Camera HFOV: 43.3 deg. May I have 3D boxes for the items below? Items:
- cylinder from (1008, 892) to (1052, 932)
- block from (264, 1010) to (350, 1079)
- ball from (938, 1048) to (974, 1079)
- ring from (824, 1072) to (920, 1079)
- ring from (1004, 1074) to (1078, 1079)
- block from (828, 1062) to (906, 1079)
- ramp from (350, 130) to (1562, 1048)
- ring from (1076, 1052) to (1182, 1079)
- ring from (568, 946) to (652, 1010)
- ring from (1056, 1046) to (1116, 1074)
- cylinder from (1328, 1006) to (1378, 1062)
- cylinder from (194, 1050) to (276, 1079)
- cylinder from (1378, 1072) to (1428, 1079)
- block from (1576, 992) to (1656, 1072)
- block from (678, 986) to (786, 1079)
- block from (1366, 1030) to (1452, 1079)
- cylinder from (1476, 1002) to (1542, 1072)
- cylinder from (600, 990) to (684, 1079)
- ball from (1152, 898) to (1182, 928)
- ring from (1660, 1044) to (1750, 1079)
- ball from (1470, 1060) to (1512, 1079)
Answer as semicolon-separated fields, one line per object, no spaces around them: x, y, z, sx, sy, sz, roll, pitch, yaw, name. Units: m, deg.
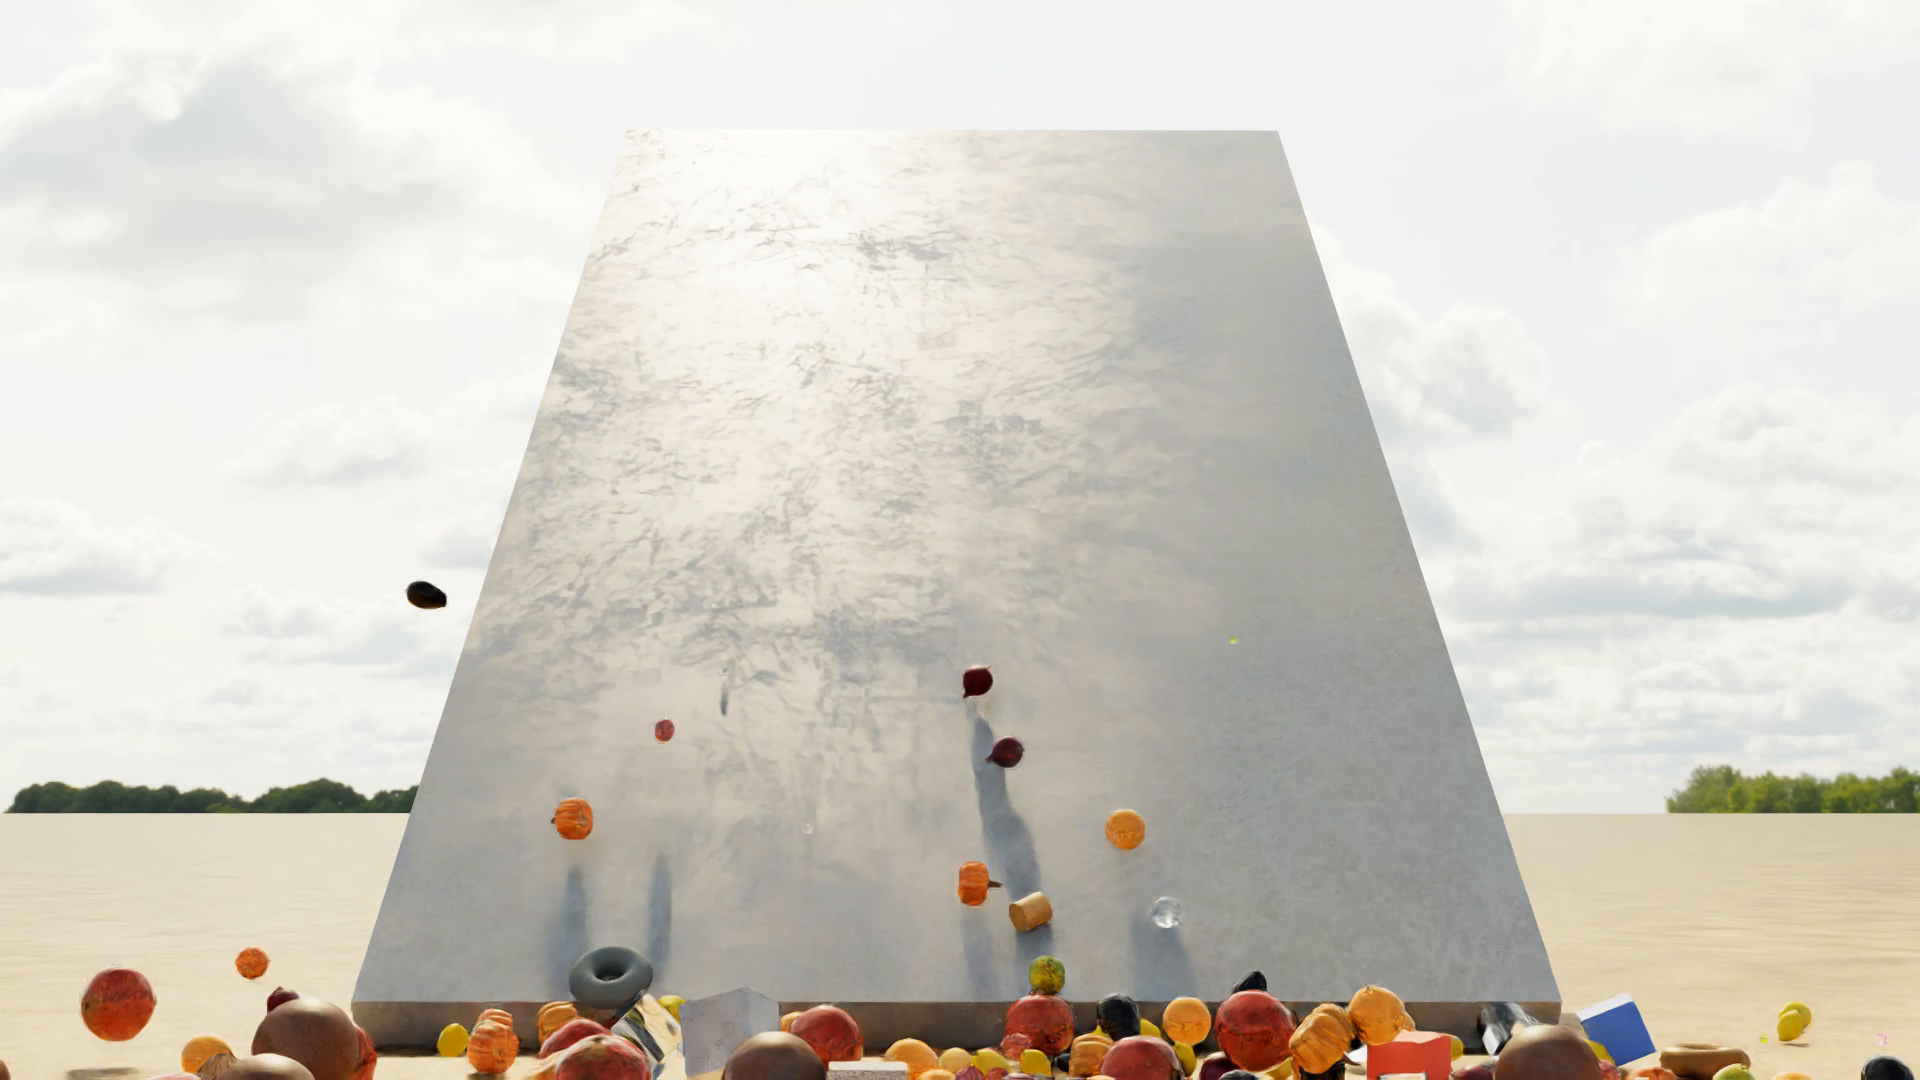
0.121;0.638;4.152;0.053;0.053;0.053;-20;5;-33;cylinder
-0.920;0.718;3.415;0.075;0.075;0.075;11;-24;13;block
-0.006;0.764;3.517;0.051;0.051;0.051;0;-6;0;ball
-0.117;0.734;3.219;0.143;0.048;0.143;-1;-7;0;ring
0.109;0.732;3.188;0.135;0.045;0.135;1;-6;0;ring
-0.110;0.673;2.881;0.093;0.093;0.093;0;-6;-2;block
-0.013;-0.206;5.745;2.000;0.100;4.000;0;30;0;ramp
0.239;0.755;3.425;0.150;0.050;0.150;-1;-6;0;ring
-0.578;0.724;4.011;0.139;0.046;0.139;-1;29;0;ring
0.195;0.792;3.687;0.098;0.033;0.098;-3;-3;0;ring
0.610;0.763;3.739;0.060;0.060;0.060;-30;19;12;cylinder
-0.826;0.641;2.772;0.082;0.082;0.082;-5;-40;41;cylinder
0.567;0.711;3.089;0.060;0.060;0.060;-3;-6;1;cylinder
1.006;0.754;3.712;0.084;0.084;0.084;-24;-6;7;block
-0.288;0.636;3.078;0.095;0.095;0.095;-18;-29;15;block
0.615;0.722;3.314;0.085;0.085;0.085;-4;-3;37;block
0.829;0.751;3.661;0.076;0.076;0.076;1;28;-11;cylinder
-0.443;0.701;3.418;0.093;0.093;0.093;42;3;12;cylinder
0.354;0.639;4.154;0.053;0.053;0.053;0;-6;0;ball
1.114;0.780;3.622;0.130;0.043;0.130;1;-6;0;ring
0.721;0.734;3.290;0.056;0.056;0.056;0;-6;0;ball
